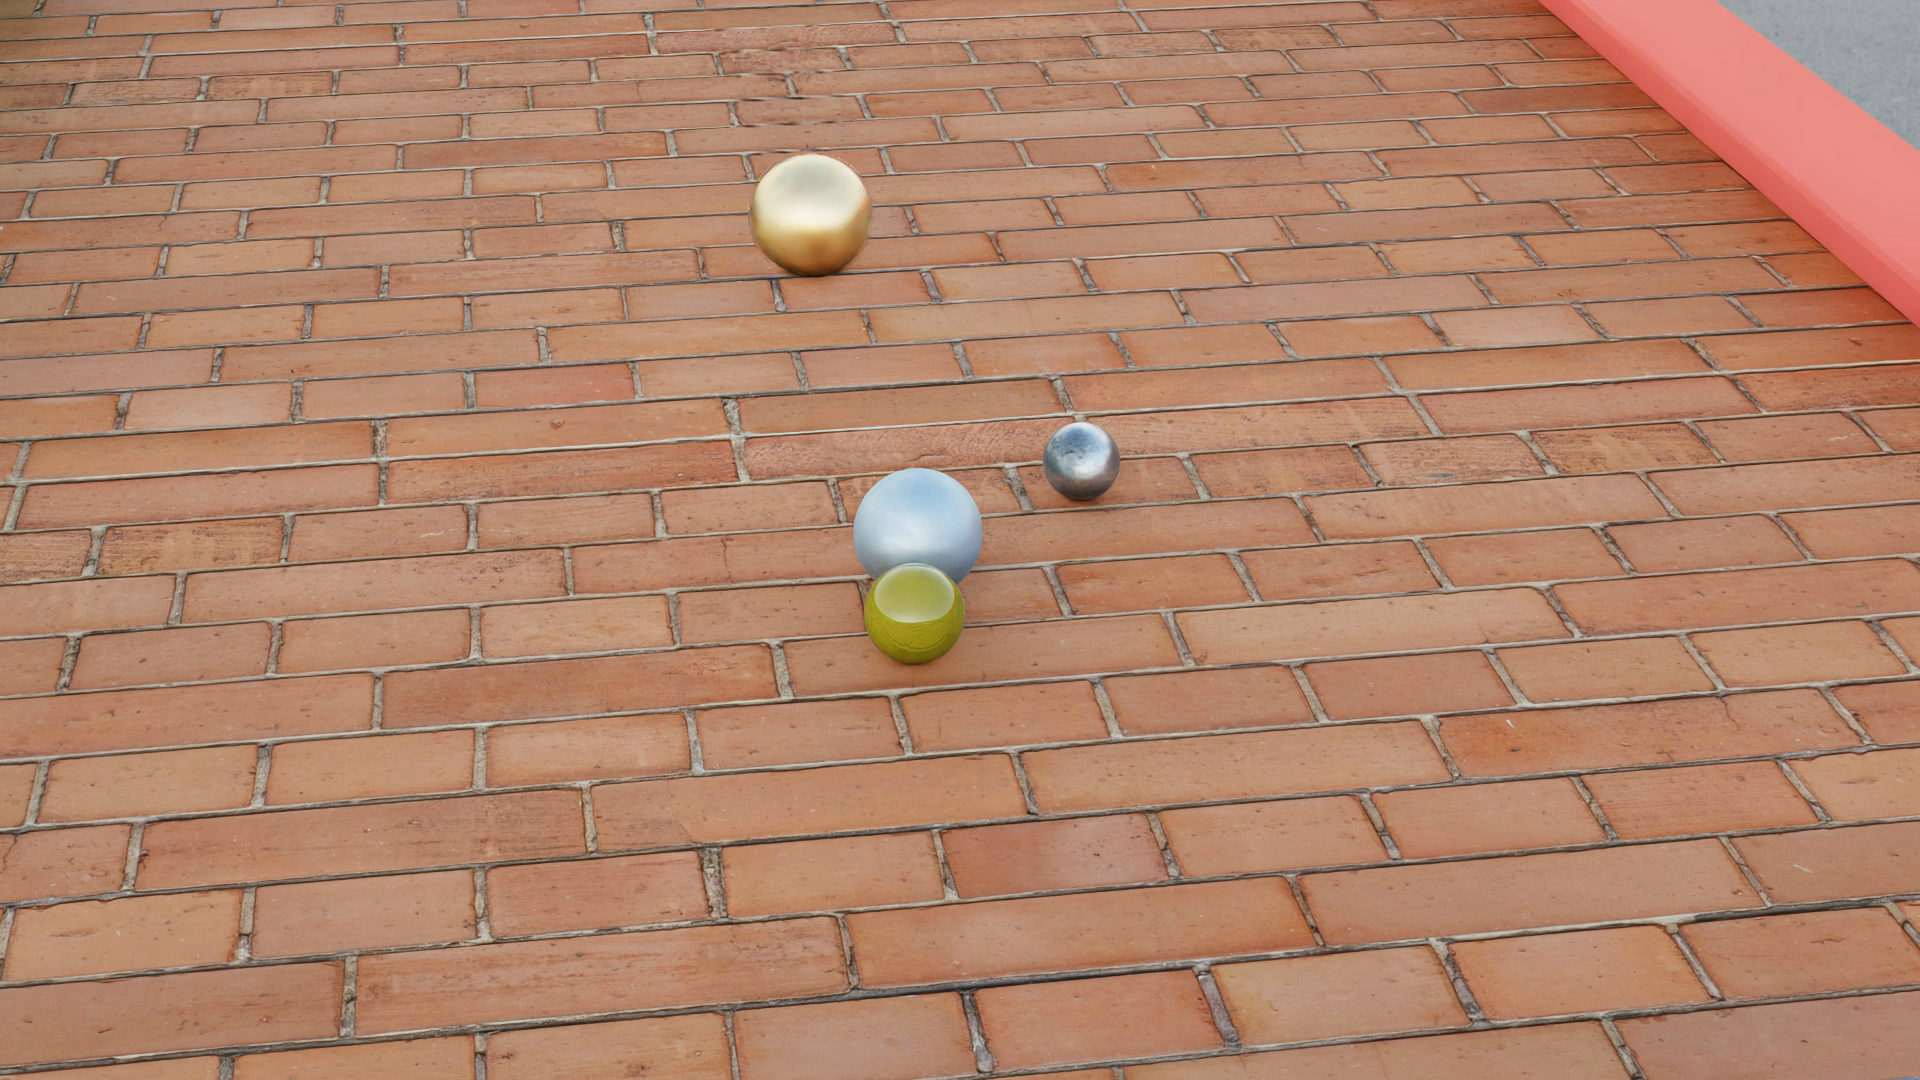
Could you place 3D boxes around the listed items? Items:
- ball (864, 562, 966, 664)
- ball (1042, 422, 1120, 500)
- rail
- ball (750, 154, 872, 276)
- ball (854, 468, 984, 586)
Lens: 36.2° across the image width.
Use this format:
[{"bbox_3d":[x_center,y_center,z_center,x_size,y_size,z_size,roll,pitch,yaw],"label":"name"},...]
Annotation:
[{"bbox_3d":[-0.028,0.045,1.812,0.063,0.063,0.063,0,27,0],"label":"ball"},{"bbox_3d":[0.083,-0.054,2.020,0.054,0.054,0.054,0,27,0],"label":"ball"},{"bbox_3d":[0.663,-0.416,2.656,0.045,0.128,3.004,-4,27,-8],"label":"rail"},{"bbox_3d":[-0.121,-0.264,2.388,0.099,0.099,0.099,0,27,0],"label":"ball"},{"bbox_3d":[-0.027,-0.005,1.888,0.083,0.083,0.083,0,27,0],"label":"ball"}]
